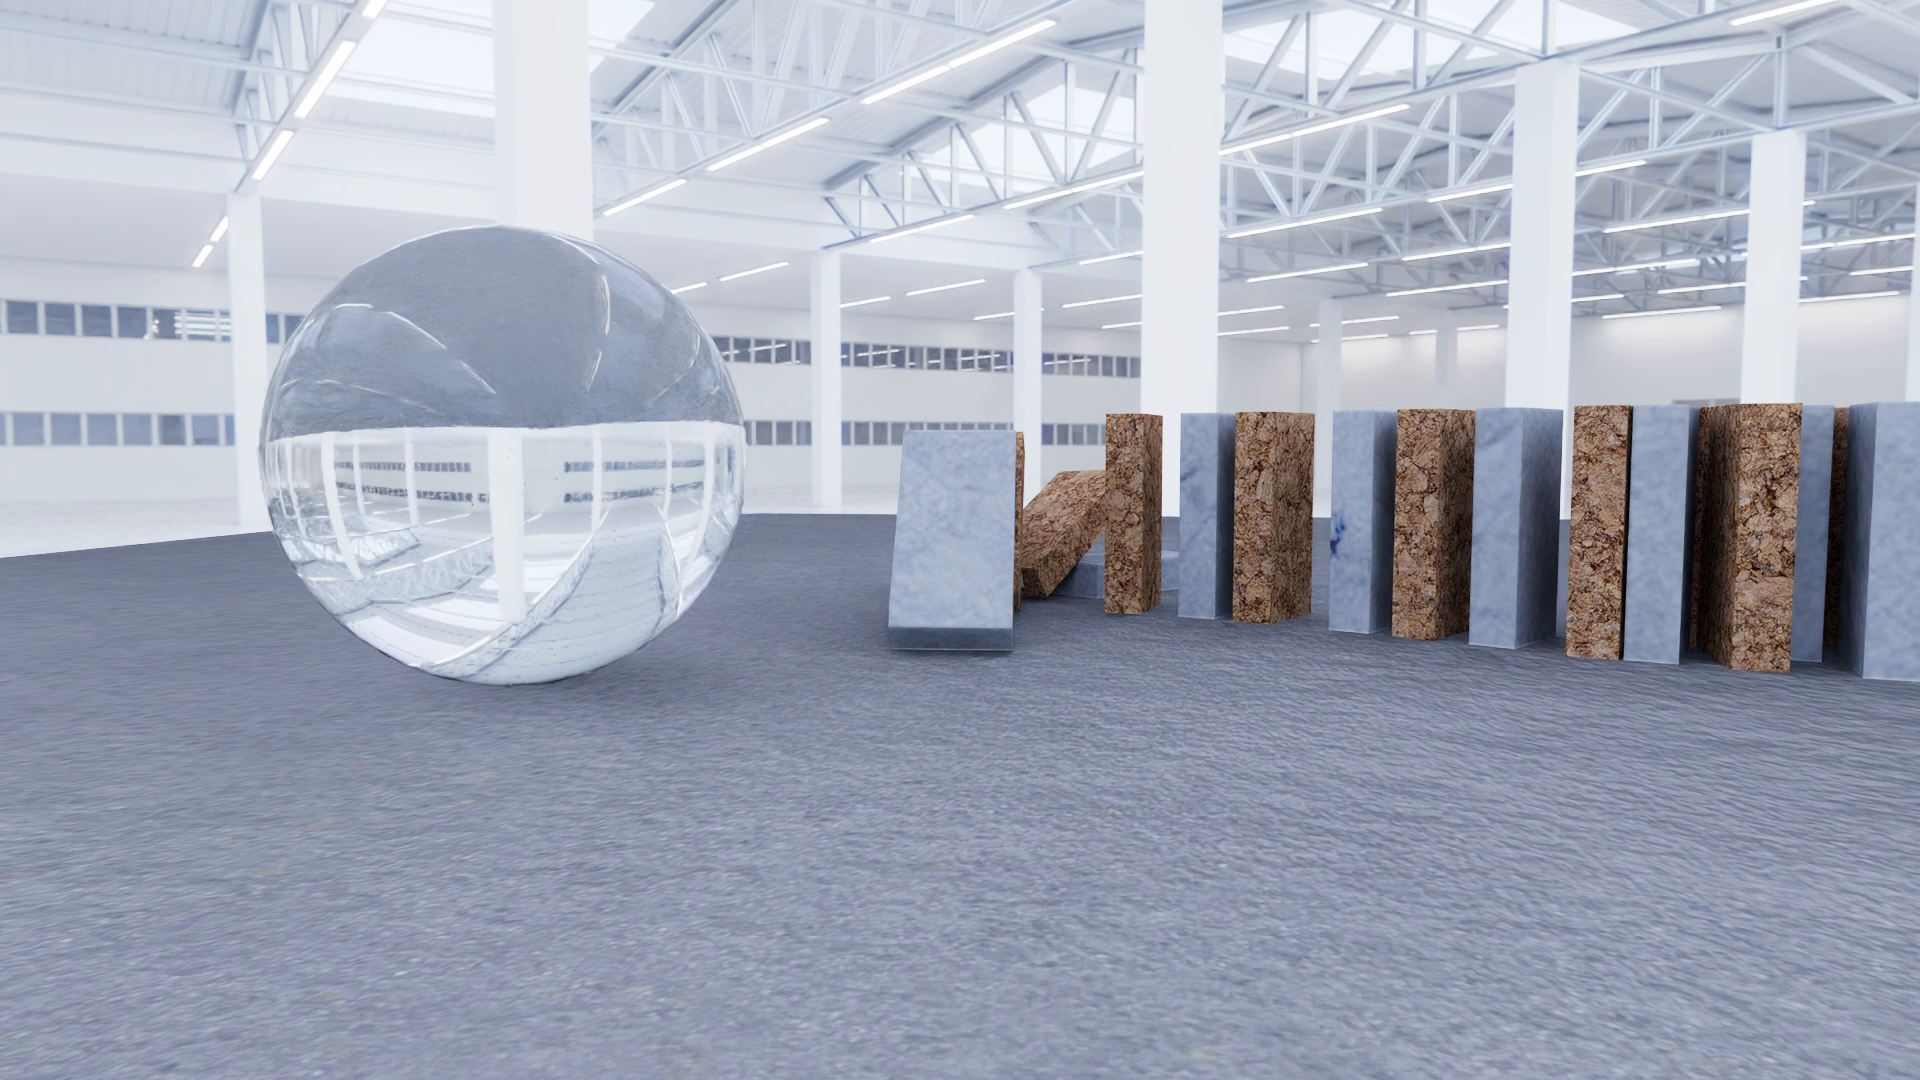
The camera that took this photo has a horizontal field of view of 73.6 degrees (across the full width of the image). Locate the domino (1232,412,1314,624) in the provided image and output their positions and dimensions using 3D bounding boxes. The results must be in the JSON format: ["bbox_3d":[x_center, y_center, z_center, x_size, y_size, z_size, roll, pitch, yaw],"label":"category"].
[{"bbox_3d":[0.077,-0.006,0.314,0.009,0.050,0.025,3,5,37],"label":"domino"}]

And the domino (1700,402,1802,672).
[{"bbox_3d":[0.154,-0.001,0.251,0.010,0.050,0.025,1,5,18],"label":"domino"}]

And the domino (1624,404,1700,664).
[{"bbox_3d":[0.142,-0.002,0.259,0.009,0.050,0.025,3,5,34],"label":"domino"}]

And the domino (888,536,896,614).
[{"bbox_3d":[-0.002,-0.003,0.299,0.025,0.050,0.010,0,-33,4],"label":"domino"}]

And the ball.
[{"bbox_3d":[-0.078,-0.014,0.225,0.080,0.080,0.080,0,4,0],"label":"ball"}]

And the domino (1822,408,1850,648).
[{"bbox_3d":[0.187,-0.002,0.262,0.009,0.050,0.025,0,4,-6],"label":"domino"}]

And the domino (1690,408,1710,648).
[{"bbox_3d":[0.161,-0.003,0.276,0.025,0.050,0.010,-3,5,-32],"label":"domino"}]

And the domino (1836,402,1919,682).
[{"bbox_3d":[0.174,0.000,0.241,0.010,0.050,0.025,2,5,25],"label":"domino"}]

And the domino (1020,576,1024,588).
[{"bbox_3d":[0.001,0.000,0.358,0.025,0.010,0.050,-11,25,-1],"label":"domino"}]

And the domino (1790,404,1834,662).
[{"bbox_3d":[0.170,-0.002,0.261,0.010,0.050,0.025,3,5,31],"label":"domino"}]

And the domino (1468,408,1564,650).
[{"bbox_3d":[0.120,-0.003,0.277,0.010,0.050,0.025,4,6,43],"label":"domino"}]

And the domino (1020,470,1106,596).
[{"bbox_3d":[0.027,-0.003,0.370,0.025,0.010,0.050,0,35,43],"label":"domino"}]

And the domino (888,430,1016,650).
[{"bbox_3d":[-0.001,-0.001,0.275,0.025,0.050,0.010,0,-33,4],"label":"domino"}]

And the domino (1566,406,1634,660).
[{"bbox_3d":[0.133,-0.002,0.264,0.009,0.050,0.025,3,5,35],"label":"domino"}]

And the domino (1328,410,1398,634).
[{"bbox_3d":[0.096,-0.005,0.298,0.010,0.050,0.025,4,6,40],"label":"domino"}]

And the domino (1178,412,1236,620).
[{"bbox_3d":[0.065,-0.007,0.322,0.010,0.050,0.025,3,5,33],"label":"domino"}]

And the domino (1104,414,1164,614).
[{"bbox_3d":[0.045,-0.007,0.332,0.010,0.050,0.025,2,5,20],"label":"domino"}]

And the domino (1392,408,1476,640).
[{"bbox_3d":[0.107,-0.004,0.288,0.010,0.050,0.025,4,6,42],"label":"domino"}]

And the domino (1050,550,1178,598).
[{"bbox_3d":[0.048,0.009,0.379,0.050,0.009,0.025,-4,6,-42],"label":"domino"}]

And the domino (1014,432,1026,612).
[{"bbox_3d":[0.004,-0.005,0.335,0.025,0.050,0.010,0,-33,6],"label":"domino"}]
